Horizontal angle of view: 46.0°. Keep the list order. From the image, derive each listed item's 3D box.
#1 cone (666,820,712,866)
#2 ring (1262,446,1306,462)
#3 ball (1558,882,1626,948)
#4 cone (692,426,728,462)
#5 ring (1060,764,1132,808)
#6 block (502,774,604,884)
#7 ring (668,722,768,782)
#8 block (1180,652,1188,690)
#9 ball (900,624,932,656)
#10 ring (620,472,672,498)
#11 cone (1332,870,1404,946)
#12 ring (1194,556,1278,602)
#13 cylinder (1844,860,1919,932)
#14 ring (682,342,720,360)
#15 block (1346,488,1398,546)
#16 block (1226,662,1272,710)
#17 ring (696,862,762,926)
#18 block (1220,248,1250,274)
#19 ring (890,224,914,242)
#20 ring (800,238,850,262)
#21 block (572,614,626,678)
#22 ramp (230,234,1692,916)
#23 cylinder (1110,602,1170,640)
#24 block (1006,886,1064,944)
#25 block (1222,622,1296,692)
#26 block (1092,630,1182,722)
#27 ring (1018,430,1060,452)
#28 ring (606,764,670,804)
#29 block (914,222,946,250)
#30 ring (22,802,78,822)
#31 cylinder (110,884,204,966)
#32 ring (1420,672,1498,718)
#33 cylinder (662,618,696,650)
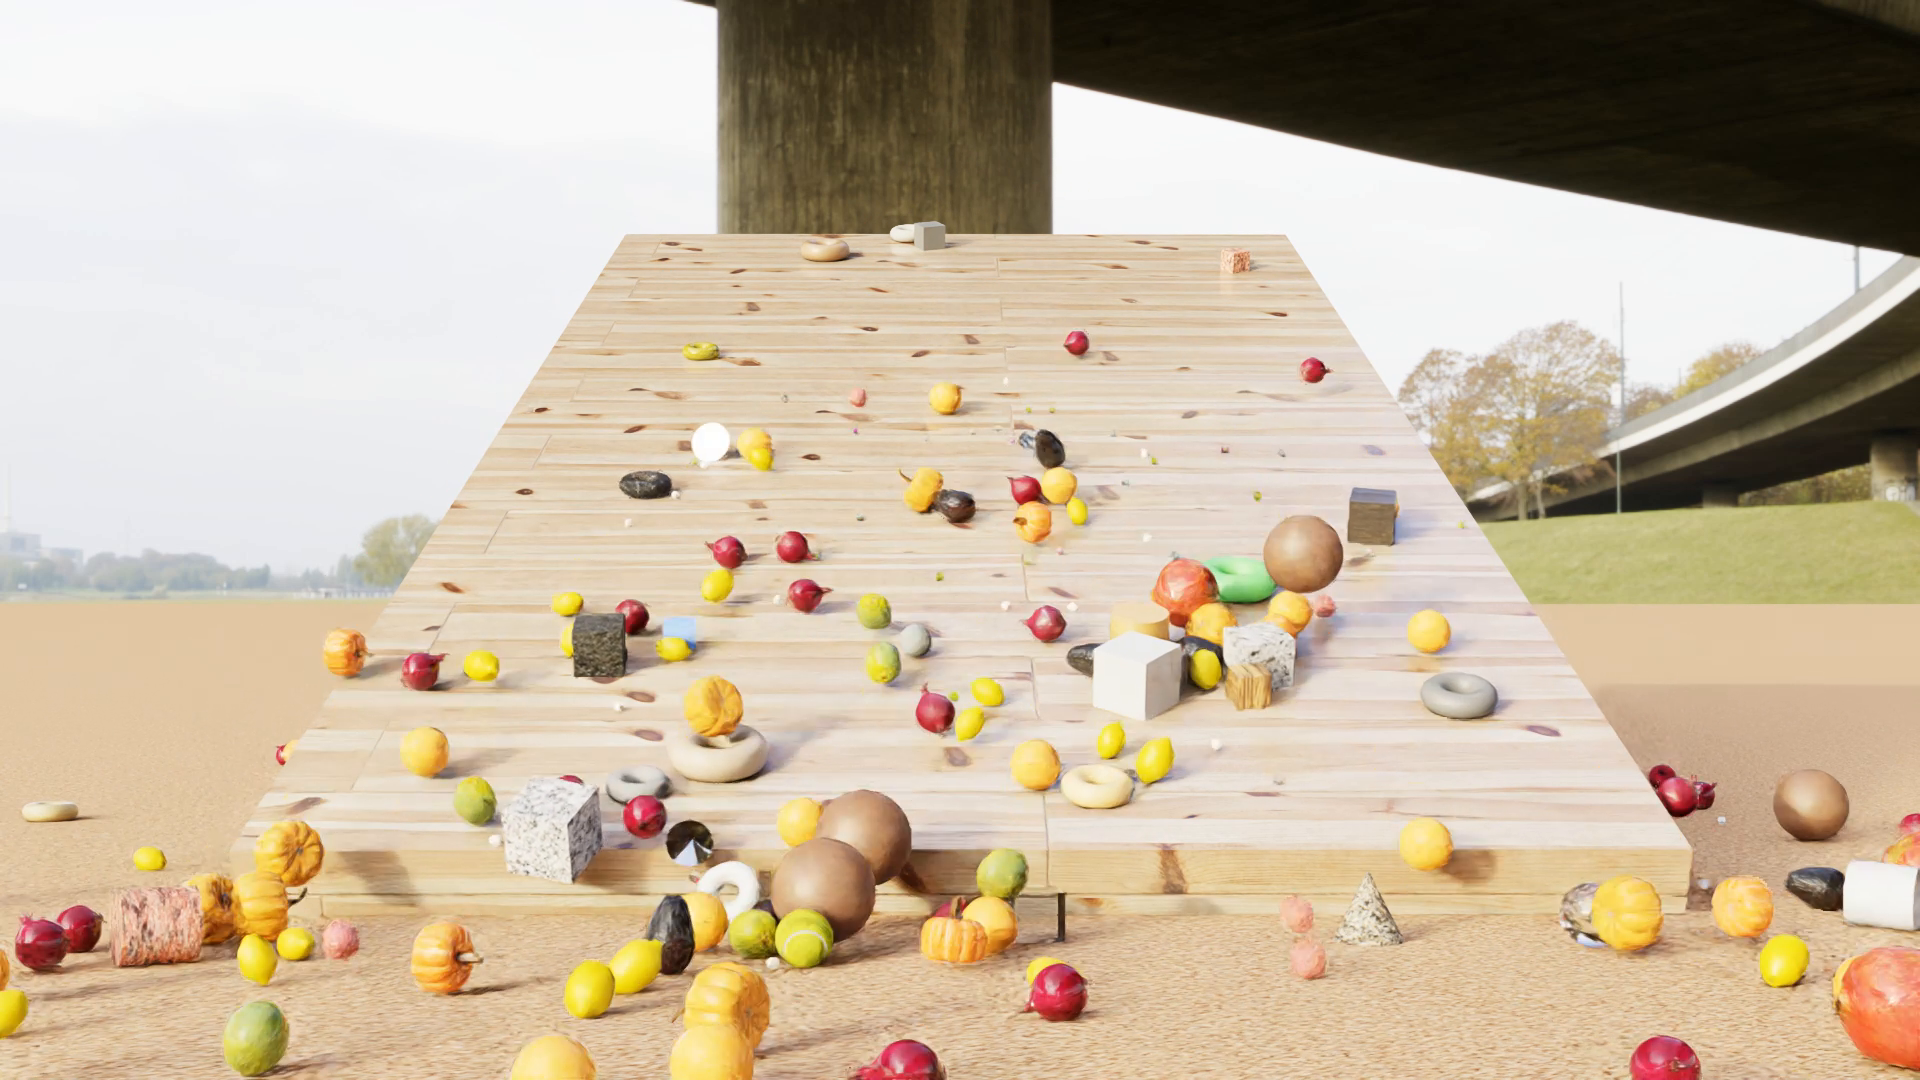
[{"bbox_3d":[-0.366,0.410,3.087,0.063,0.063,0.063,0,-1,-1],"label":"cone"},{"bbox_3d":[0.683,-0.179,4.764,0.091,0.030,0.091,-3,7,0],"label":"ring"},{"bbox_3d":[0.793,0.470,2.837,0.081,0.081,0.081,0,-1,0],"label":"ball"},{"bbox_3d":[-0.510,-0.199,4.771,0.082,0.082,0.082,-1,2,20],"label":"cone"},{"bbox_3d":[0.195,0.353,3.241,0.103,0.034,0.103,1,19,0],"label":"ring"},{"bbox_3d":[-0.549,0.390,3.050,0.096,0.096,0.096,8,28,15],"label":"block"},{"bbox_3d":[-0.355,0.312,3.332,0.148,0.049,0.148,1,19,0],"label":"ring"},{"bbox_3d":[0.322,0.209,3.606,0.059,0.059,0.059,15,25,36],"label":"block"},{"bbox_3d":[-0.073,0.165,3.726,0.054,0.054,0.054,0,-1,0],"label":"ball"},{"bbox_3d":[-0.629,-0.110,4.528,0.105,0.035,0.105,1,19,0],"label":"ring"},{"bbox_3d":[0.521,0.466,2.887,0.092,0.092,0.092,0,-1,0],"label":"cone"},{"bbox_3d":[0.487,0.070,4.009,0.149,0.050,0.149,1,19,0],"label":"ring"},{"bbox_3d":[1.219,0.469,2.986,0.085,0.085,0.085,3,0,32],"label":"cylinder"},{"bbox_3d":[-0.630,-0.459,5.507,0.091,0.030,0.091,1,19,0],"label":"ring"},{"bbox_3d":[0.779,-0.044,4.275,0.084,0.084,0.084,5,20,13],"label":"block"},{"bbox_3d":[0.453,0.230,3.553,0.055,0.055,0.055,-4,20,-12],"label":"block"},{"bbox_3d":[-0.309,0.475,3.033,0.093,0.093,0.031,0,-33,16],"label":"ring"},{"bbox_3d":[0.778,-0.790,6.393,0.057,0.057,0.057,-11,23,-29],"label":"block"},{"bbox_3d":[-0.154,-0.918,6.777,0.112,0.037,0.112,0,21,0],"label":"ring"},{"bbox_3d":[-0.391,-0.839,6.541,0.144,0.048,0.144,1,19,0],"label":"ring"},{"bbox_3d":[-0.585,0.172,3.675,0.079,0.079,0.079,-1,20,-4],"label":"block"},{"bbox_3d":[-0.005,-0.205,4.991,2.000,0.100,4.000,0,20,0],"label":"ramp"},{"bbox_3d":[0.291,0.162,3.681,0.095,0.095,0.095,0,20,0],"label":"cylinder"},{"bbox_3d":[0.096,0.480,2.900,0.064,0.064,0.064,0,-1,-10],"label":"block"},{"bbox_3d":[0.478,0.189,3.625,0.084,0.084,0.084,-7,21,-19],"label":"block"},{"bbox_3d":[0.277,0.212,3.539,0.097,0.097,0.097,15,25,36],"label":"block"},{"bbox_3d":[0.169,-0.211,4.819,0.090,0.030,0.090,1,19,0],"label":"ring"},{"bbox_3d":[-0.463,0.351,3.248,0.092,0.031,0.092,0,21,0],"label":"ring"},{"bbox_3d":[-0.089,-0.896,6.668,0.070,0.070,0.070,-8,21,-22],"label":"block"},{"bbox_3d":[-1.791,0.535,4.455,0.104,0.035,0.104,1,-1,0],"label":"ring"},{"bbox_3d":[-0.963,0.462,2.711,0.091,0.091,0.091,1,-2,-30],"label":"cylinder"},{"bbox_3d":[0.781,0.243,3.540,0.120,0.040,0.120,0,21,0],"label":"ring"},{"bbox_3d":[-0.467,0.156,3.758,0.053,0.053,0.053,-2,-1,-8],"label":"cylinder"}]
